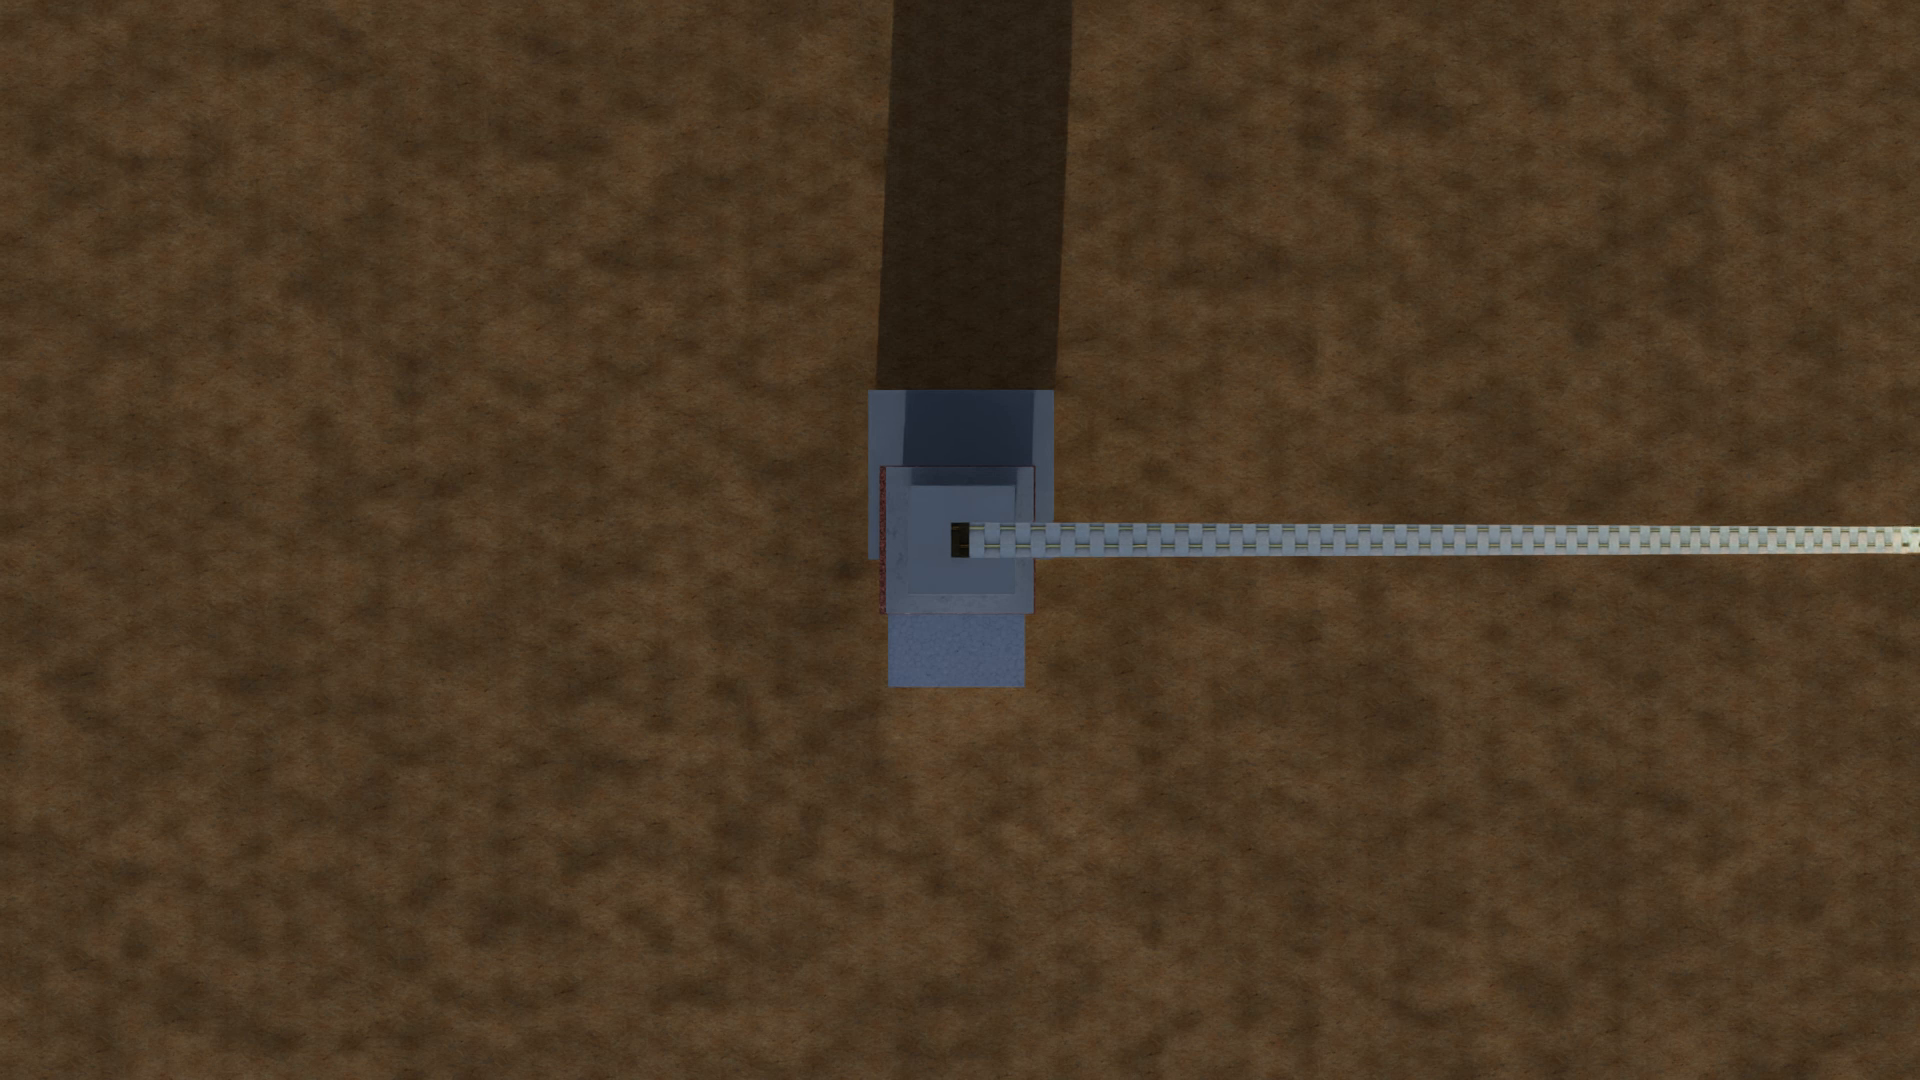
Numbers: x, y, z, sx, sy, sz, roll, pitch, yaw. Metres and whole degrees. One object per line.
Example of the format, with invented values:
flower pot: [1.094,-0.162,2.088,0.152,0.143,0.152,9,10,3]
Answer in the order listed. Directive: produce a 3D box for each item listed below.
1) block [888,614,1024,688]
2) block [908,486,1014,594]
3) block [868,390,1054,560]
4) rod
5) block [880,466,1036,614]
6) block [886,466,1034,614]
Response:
block: [-0.020,0.471,12.673,0.768,0.654,0.709,0,90,0]
block: [0.007,0.000,9.930,0.469,0.470,0.480,0,90,0]
block: [0.006,-0.360,12.540,1.020,0.920,0.931,0,90,0]
rod: [2.212,0.000,6.383,5.200,0.080,0.080,0,90,-32]
block: [-0.013,0.000,11.127,0.764,0.751,0.727,0,90,0]
block: [-0.001,0.000,10.459,0.683,0.586,0.679,0,90,0]
